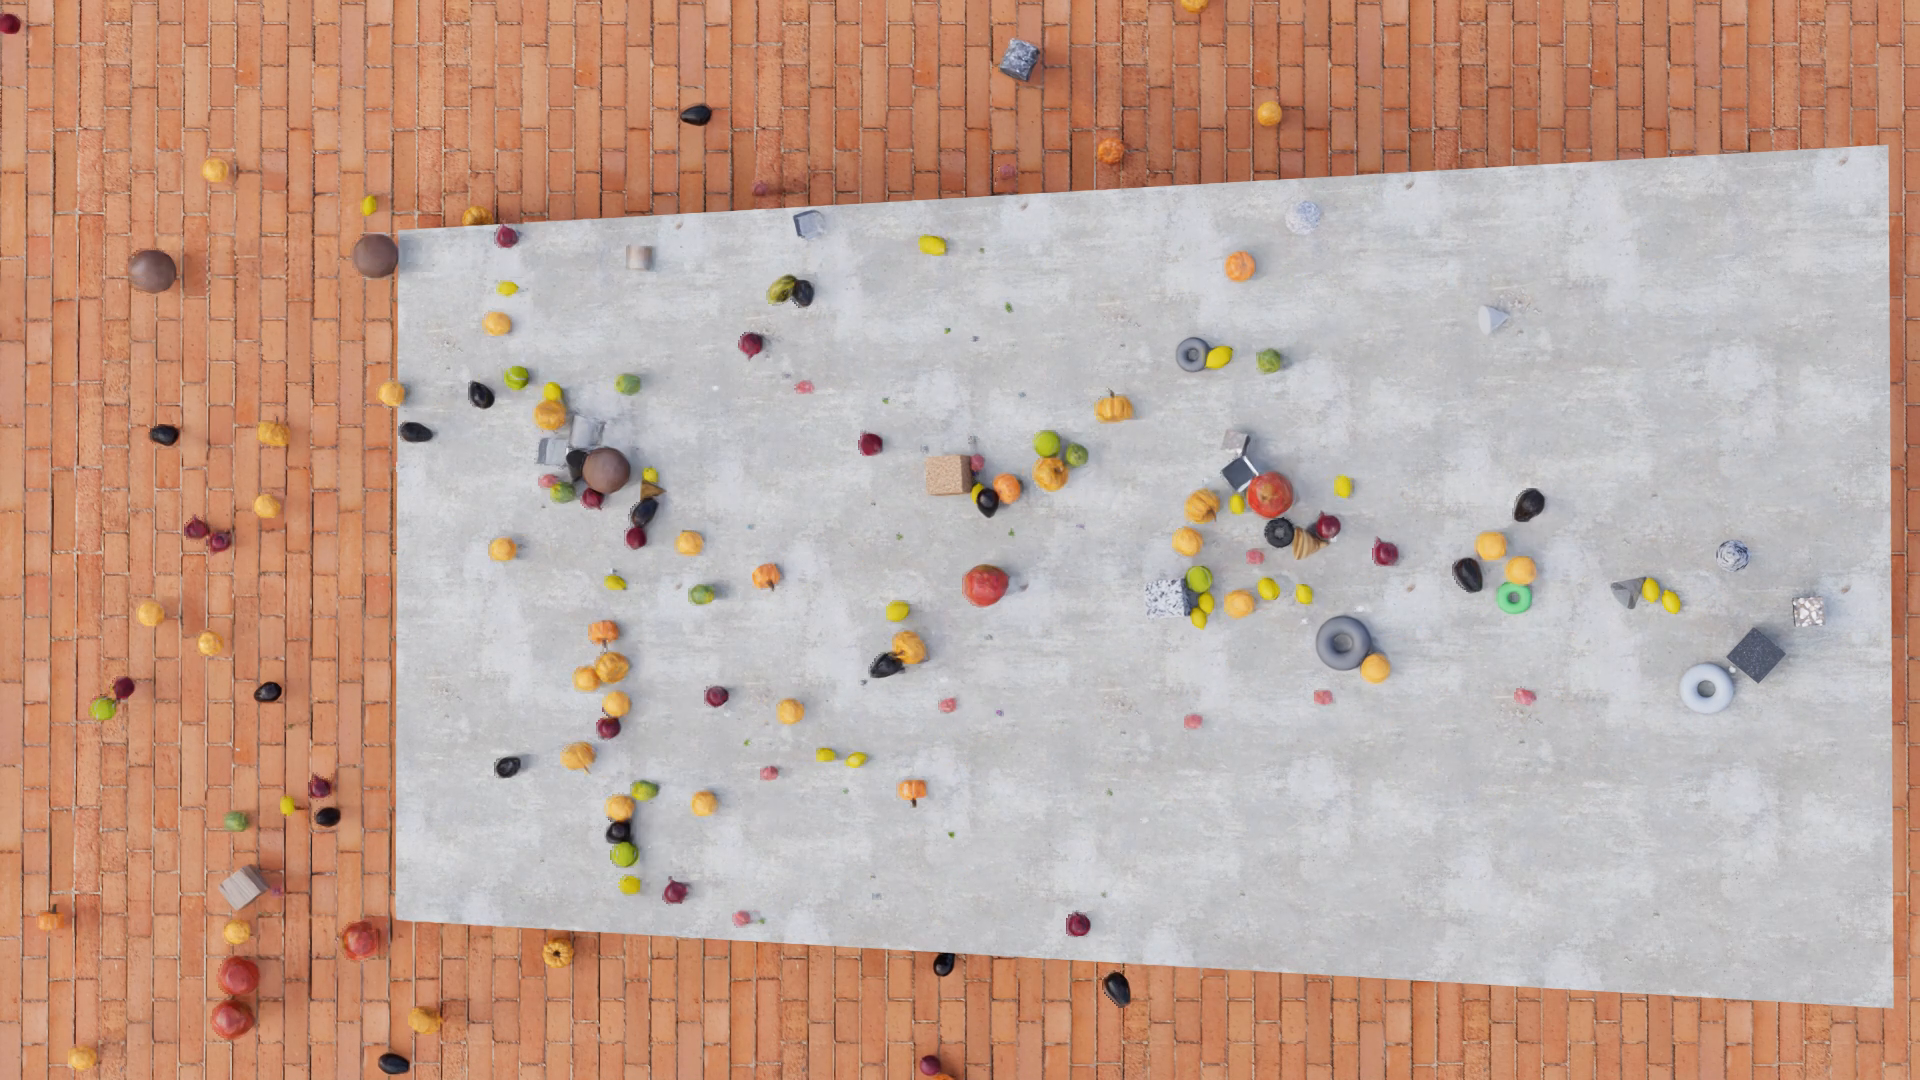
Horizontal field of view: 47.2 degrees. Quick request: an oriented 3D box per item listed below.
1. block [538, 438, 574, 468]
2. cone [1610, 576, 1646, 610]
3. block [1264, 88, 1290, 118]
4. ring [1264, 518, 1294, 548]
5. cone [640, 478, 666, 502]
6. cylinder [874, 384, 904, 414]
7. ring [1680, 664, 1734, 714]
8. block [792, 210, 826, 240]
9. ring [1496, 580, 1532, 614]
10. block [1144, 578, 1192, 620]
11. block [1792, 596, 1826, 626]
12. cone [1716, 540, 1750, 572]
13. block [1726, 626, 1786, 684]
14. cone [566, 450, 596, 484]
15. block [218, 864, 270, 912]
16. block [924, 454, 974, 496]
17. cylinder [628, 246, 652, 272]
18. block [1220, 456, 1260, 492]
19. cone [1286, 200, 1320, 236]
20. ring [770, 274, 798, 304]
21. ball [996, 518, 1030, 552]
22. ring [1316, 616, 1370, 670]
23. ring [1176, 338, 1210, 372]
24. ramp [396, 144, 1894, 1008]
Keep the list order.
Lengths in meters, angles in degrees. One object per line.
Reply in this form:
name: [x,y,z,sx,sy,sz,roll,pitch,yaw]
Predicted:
block: [-1.131,-0.245,6.170,0.075,0.075,0.075,8,92,19]
cone: [1.613,0.110,5.257,0.080,0.080,0.080,-37,89,-13]
block: [0.929,-1.278,6.440,0.054,0.054,0.054,30,117,-9]
ring: [0.804,-0.019,5.539,0.077,0.026,0.077,0,91,19]
cone: [-0.850,-0.137,6.097,0.068,0.068,0.068,3,89,-8]
cylinder: [-0.191,-0.375,5.887,0.076,0.076,0.076,0,88,-9]
ring: [1.765,0.352,5.200,0.122,0.041,0.122,0,91,19]
block: [-0.407,-0.852,5.941,0.061,0.061,0.061,-15,85,18]
ring: [1.348,0.140,5.351,0.083,0.028,0.083,-1,88,20]
block: [0.529,0.151,5.592,0.096,0.096,0.096,-7,87,18]
block: [1.975,0.167,5.118,0.065,0.065,0.065,-4,88,19]
cone: [1.816,0.036,5.168,0.077,0.077,0.077,0,89,19]
block: [1.860,0.269,5.141,0.093,0.093,0.093,42,102,15]
cone: [-1.074,-0.191,6.170,0.086,0.086,0.086,29,126,0]
block: [-2.088,1.012,6.412,0.090,0.090,0.090,-39,89,0]
block: [-0.028,-0.170,5.783,0.099,0.099,0.099,-4,88,19]
cylinder: [-0.888,-0.779,6.100,0.065,0.065,0.065,5,91,0]
block: [0.708,-0.167,5.553,0.064,0.064,0.064,-38,78,14]
cone: [0.849,-0.813,5.501,0.088,0.088,0.088,0,89,19]
ring: [-0.478,-0.679,5.943,0.031,0.093,0.093,42,89,17]
ball: [0.141,-0.015,5.763,0.090,0.090,0.090,0,89,0]
ring: [0.953,0.257,5.473,0.137,0.046,0.137,-1,88,21]
ring: [0.594,-0.473,5.613,0.091,0.030,0.091,-1,88,19]
ramp: [0.278,0.092,5.781,4.000,0.100,2.000,0,89,19]
